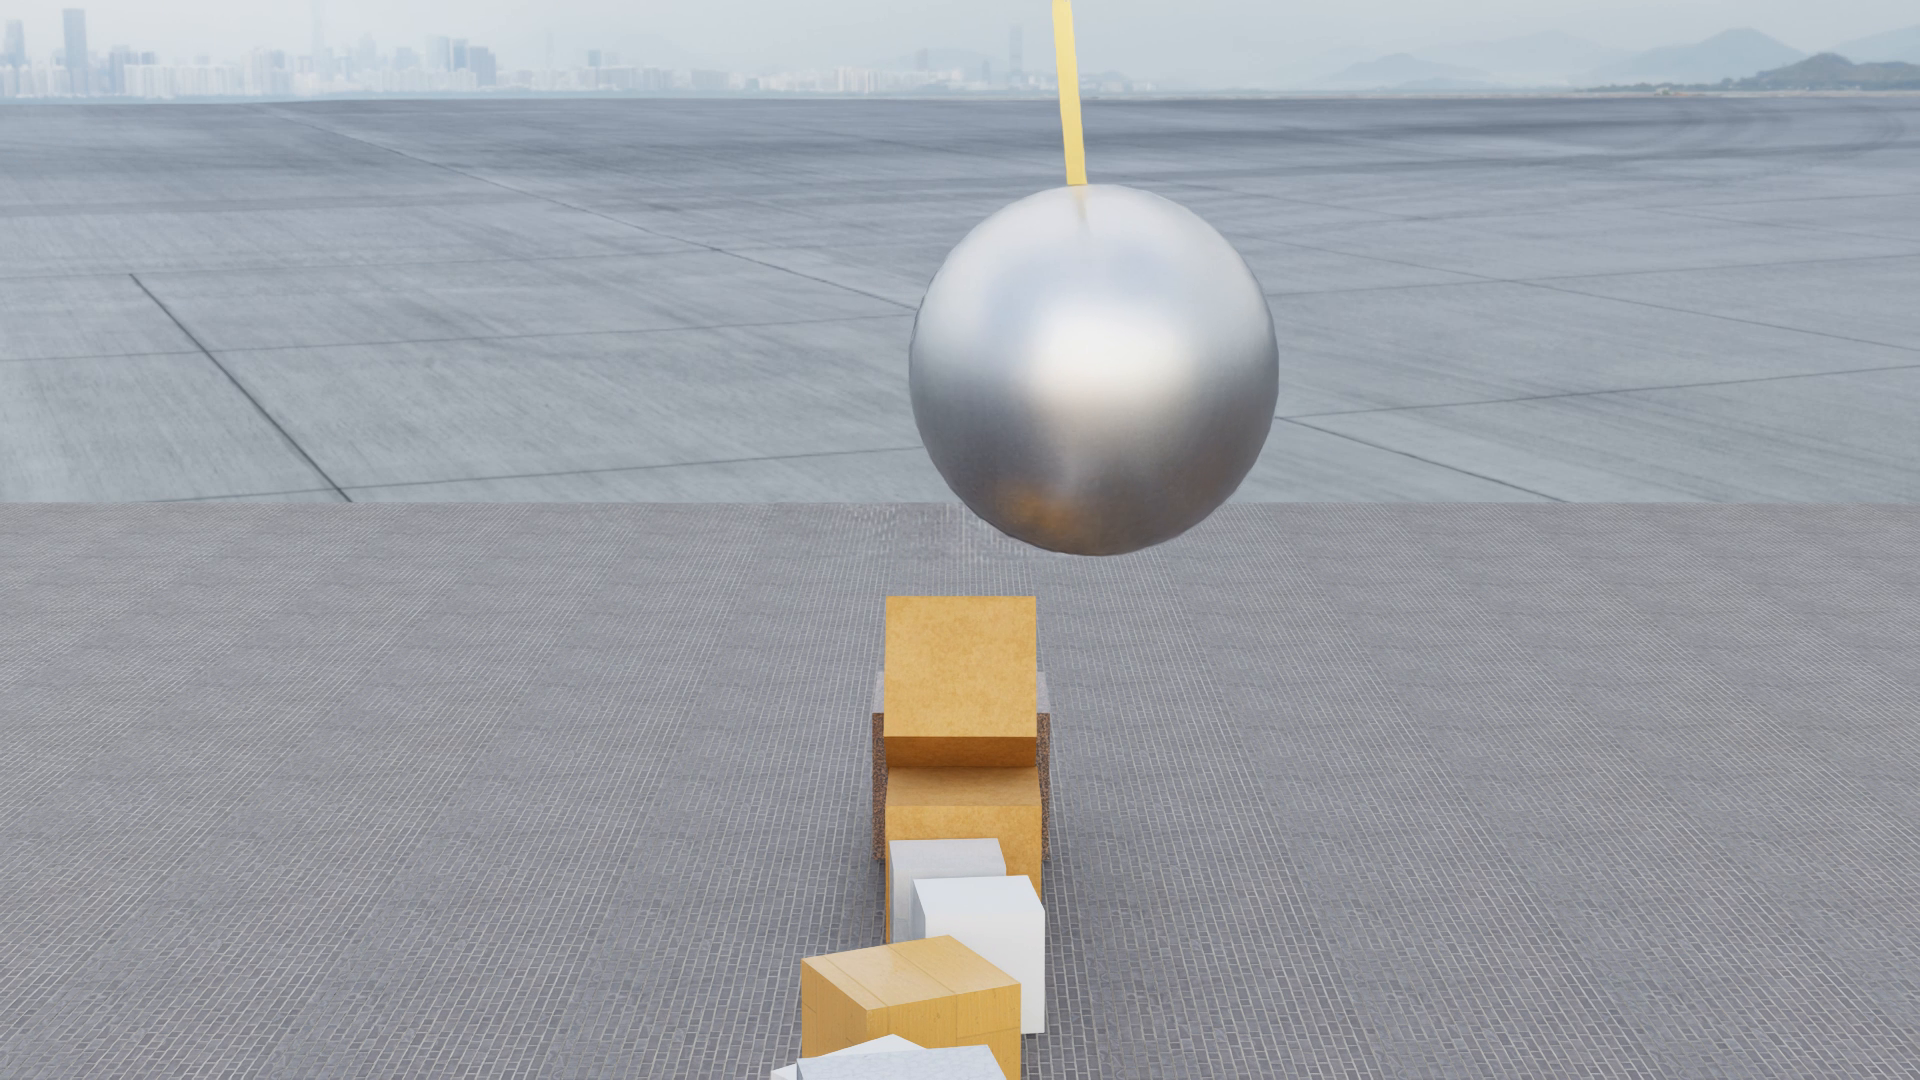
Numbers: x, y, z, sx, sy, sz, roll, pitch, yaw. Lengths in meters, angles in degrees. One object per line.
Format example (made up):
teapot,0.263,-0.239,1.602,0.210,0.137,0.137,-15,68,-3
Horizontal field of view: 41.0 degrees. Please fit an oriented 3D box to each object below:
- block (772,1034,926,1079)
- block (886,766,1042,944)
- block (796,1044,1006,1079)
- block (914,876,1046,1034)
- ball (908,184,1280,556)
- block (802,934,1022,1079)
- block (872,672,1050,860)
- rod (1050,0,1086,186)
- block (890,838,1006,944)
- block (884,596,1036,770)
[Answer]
block,-0.280,1.872,8.119,0.493,0.412,0.392,-9,13,-39
block,0.014,1.310,10.736,0.633,0.582,0.602,0,10,0
block,-0.149,1.887,7.551,0.586,0.585,0.569,-2,10,-11
block,0.067,1.563,9.662,0.442,0.468,0.440,-1,10,-7
ball,0.573,-0.729,11.048,1.600,1.600,1.600,0,10,0
block,-0.173,1.710,8.828,0.571,0.477,0.556,-5,11,-26
block,0.005,1.038,11.948,0.796,0.682,0.808,0,10,0
rod,0.248,-4.059,10.442,0.080,5.200,0.080,-5,10,1
block,-0.053,1.470,10.158,0.436,0.474,0.383,-1,10,-4
block,0.006,0.660,11.060,0.635,0.629,0.668,0,-24,1
